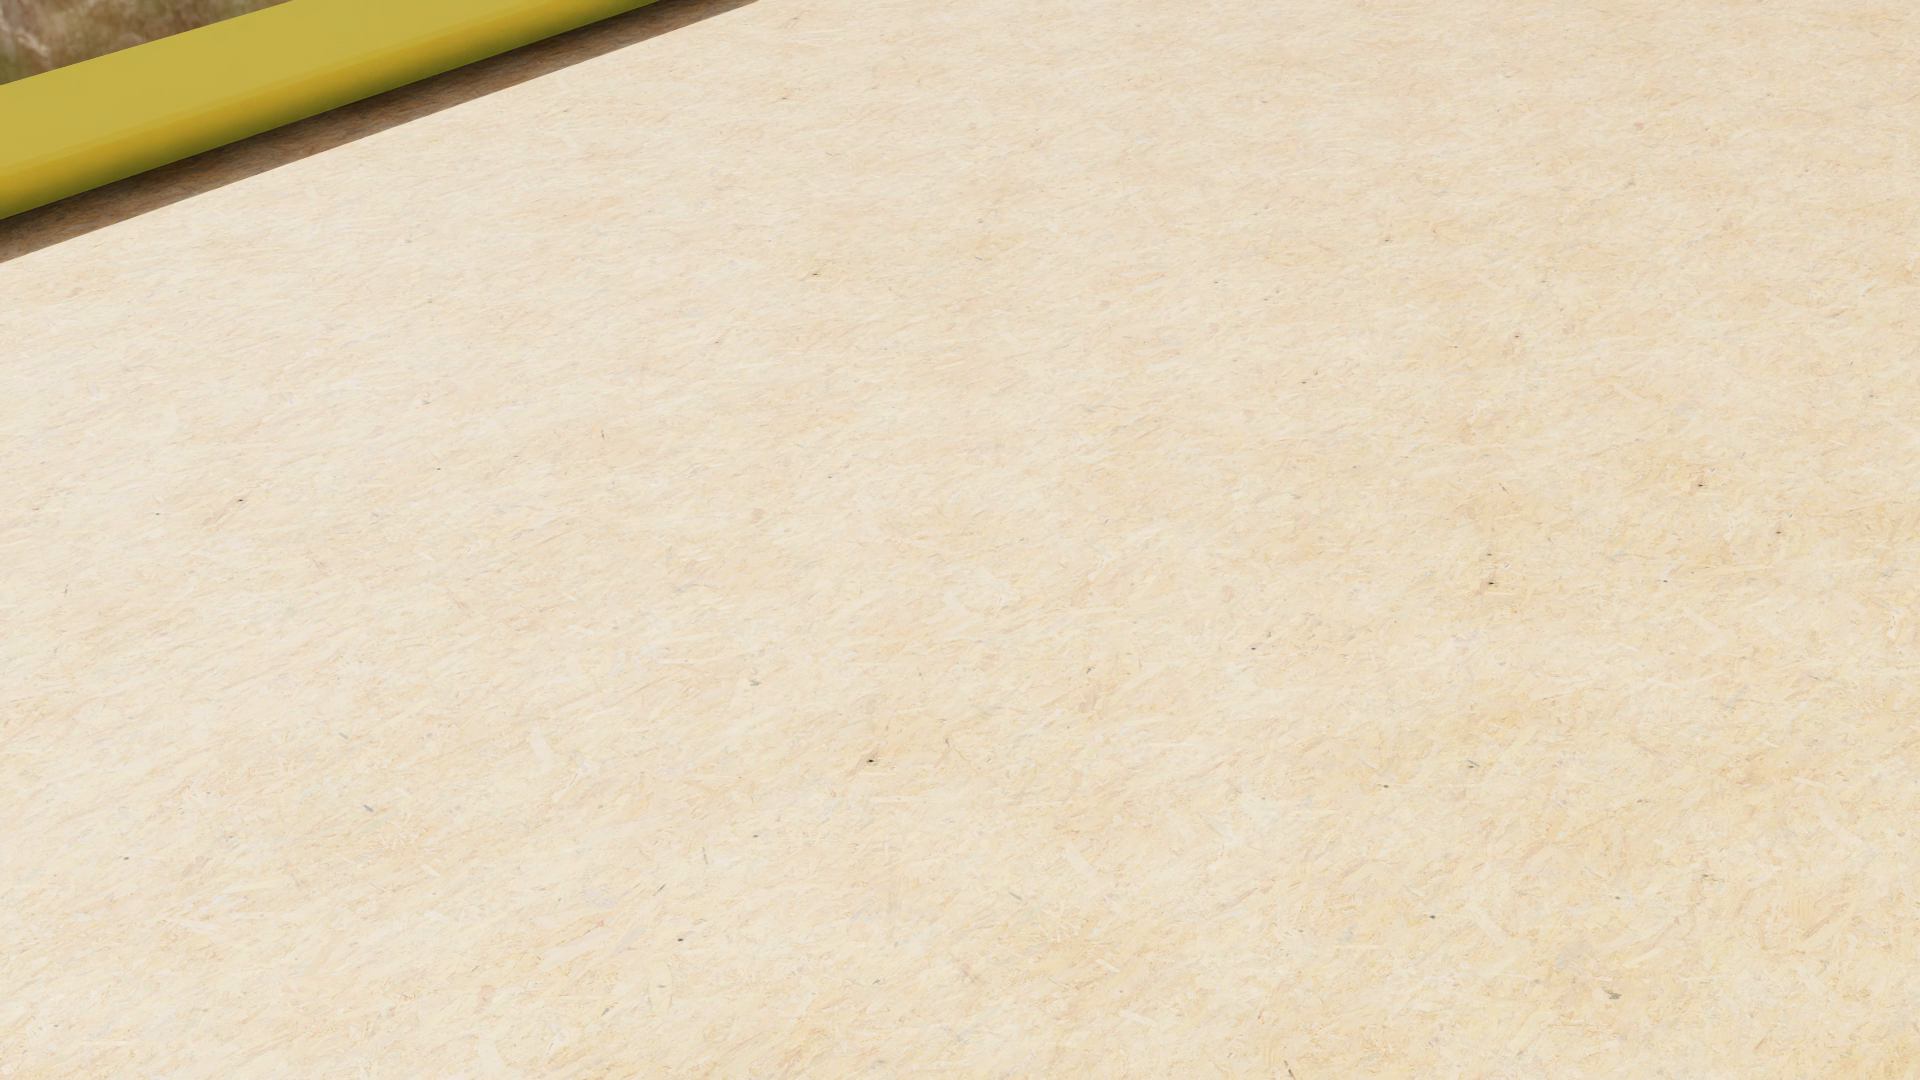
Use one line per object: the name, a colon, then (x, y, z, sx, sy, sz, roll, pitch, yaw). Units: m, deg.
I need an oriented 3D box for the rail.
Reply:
rail: (-0.344, -0.592, 3.031, 0.045, 0.110, 3.643, 16, 30, 31)
